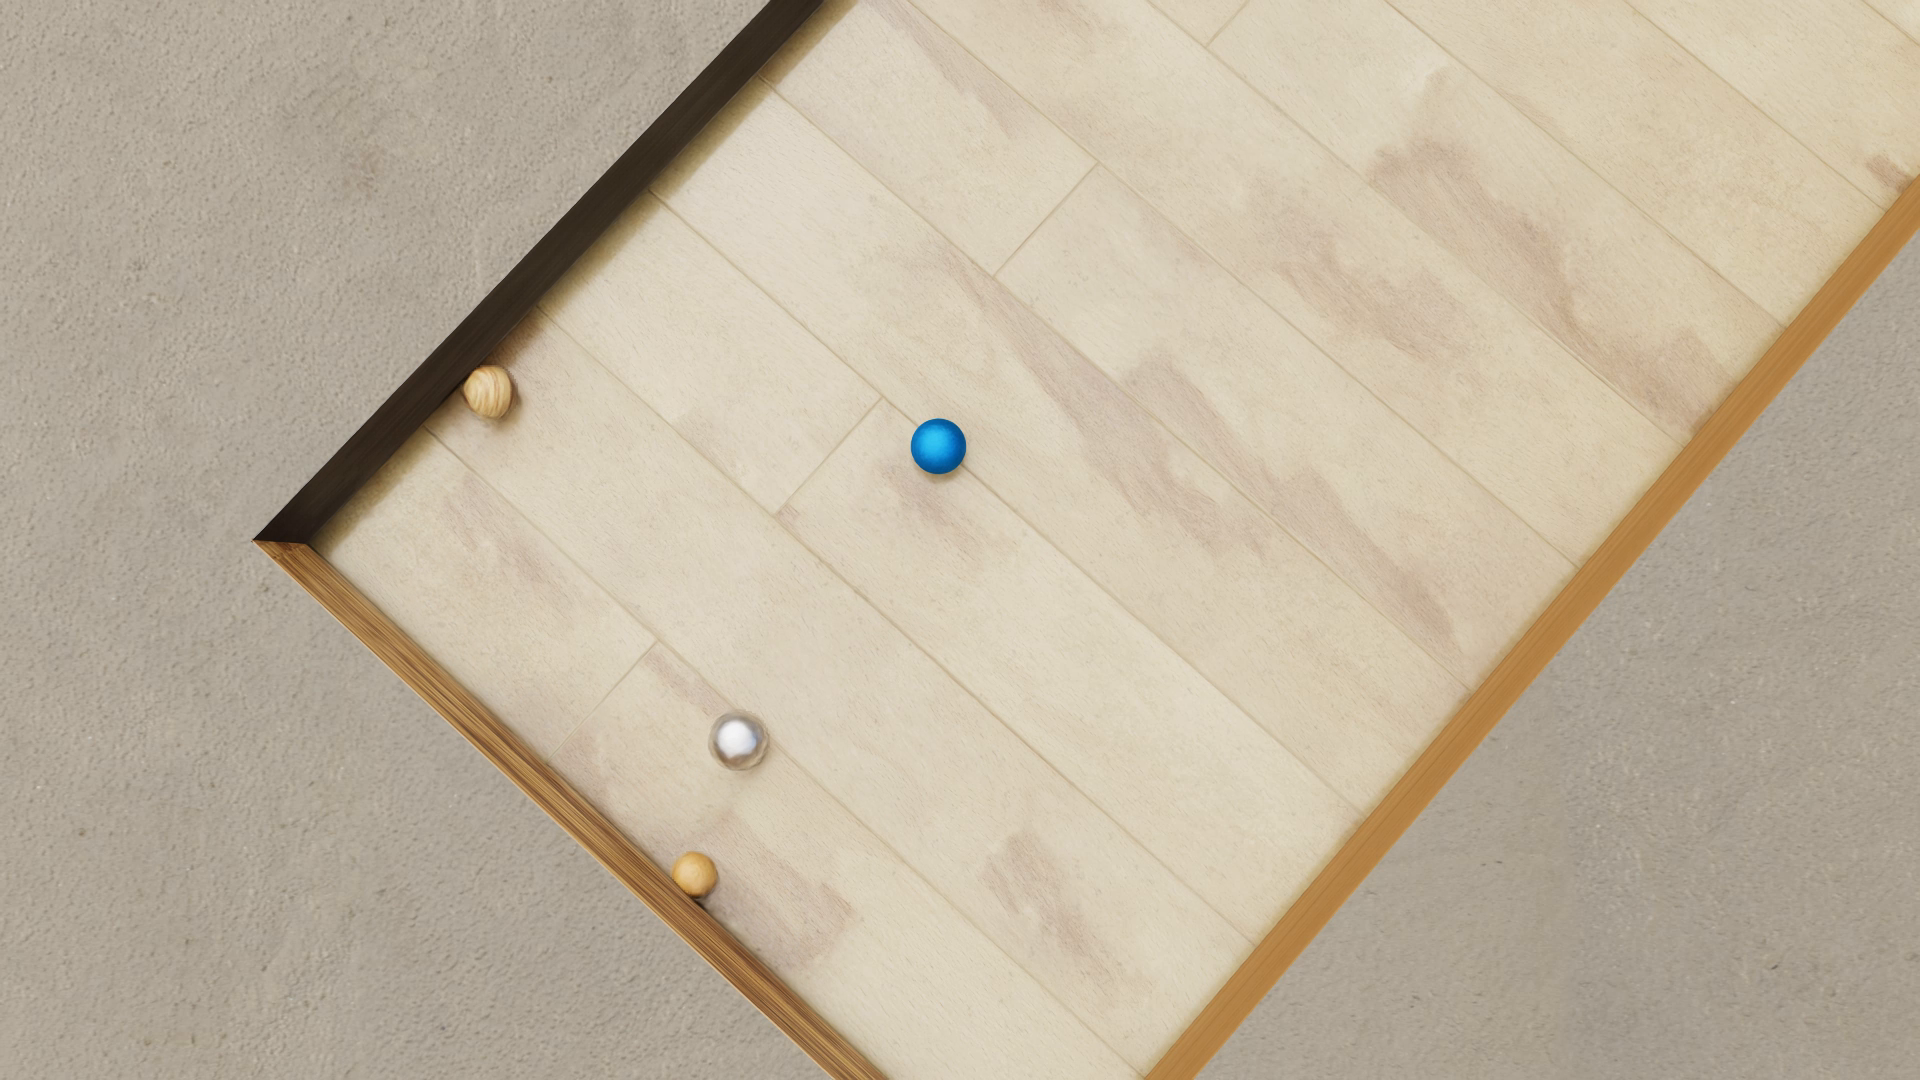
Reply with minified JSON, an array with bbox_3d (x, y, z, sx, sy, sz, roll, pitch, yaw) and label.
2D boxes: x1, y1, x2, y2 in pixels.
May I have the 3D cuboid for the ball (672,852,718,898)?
[{"bbox_3d":[-0.386,0.488,3.199,0.066,0.066,0.066,0,80,0],"label":"ball"}]

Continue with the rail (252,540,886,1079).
[{"bbox_3d":[-0.449,0.493,3.173,1.523,0.114,0.045,41,83,6],"label":"rail"}]

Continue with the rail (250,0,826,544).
[{"bbox_3d":[-0.085,-1.001,3.424,0.045,0.114,2.791,41,83,6],"label":"rail"}]

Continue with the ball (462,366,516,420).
[{"bbox_3d":[-0.708,-0.222,3.312,0.080,0.080,0.080,0,80,0],"label":"ball"}]

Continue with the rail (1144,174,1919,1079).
[{"bbox_3d":[1.015,-0.032,3.261,0.045,0.114,2.791,41,83,6],"label":"rail"}]

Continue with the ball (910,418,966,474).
[{"bbox_3d":[-0.032,-0.140,3.296,0.084,0.084,0.084,0,80,0],"label":"ball"}]

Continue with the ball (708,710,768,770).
[{"bbox_3d":[-0.326,0.294,3.221,0.088,0.088,0.088,0,80,0],"label":"ball"}]
